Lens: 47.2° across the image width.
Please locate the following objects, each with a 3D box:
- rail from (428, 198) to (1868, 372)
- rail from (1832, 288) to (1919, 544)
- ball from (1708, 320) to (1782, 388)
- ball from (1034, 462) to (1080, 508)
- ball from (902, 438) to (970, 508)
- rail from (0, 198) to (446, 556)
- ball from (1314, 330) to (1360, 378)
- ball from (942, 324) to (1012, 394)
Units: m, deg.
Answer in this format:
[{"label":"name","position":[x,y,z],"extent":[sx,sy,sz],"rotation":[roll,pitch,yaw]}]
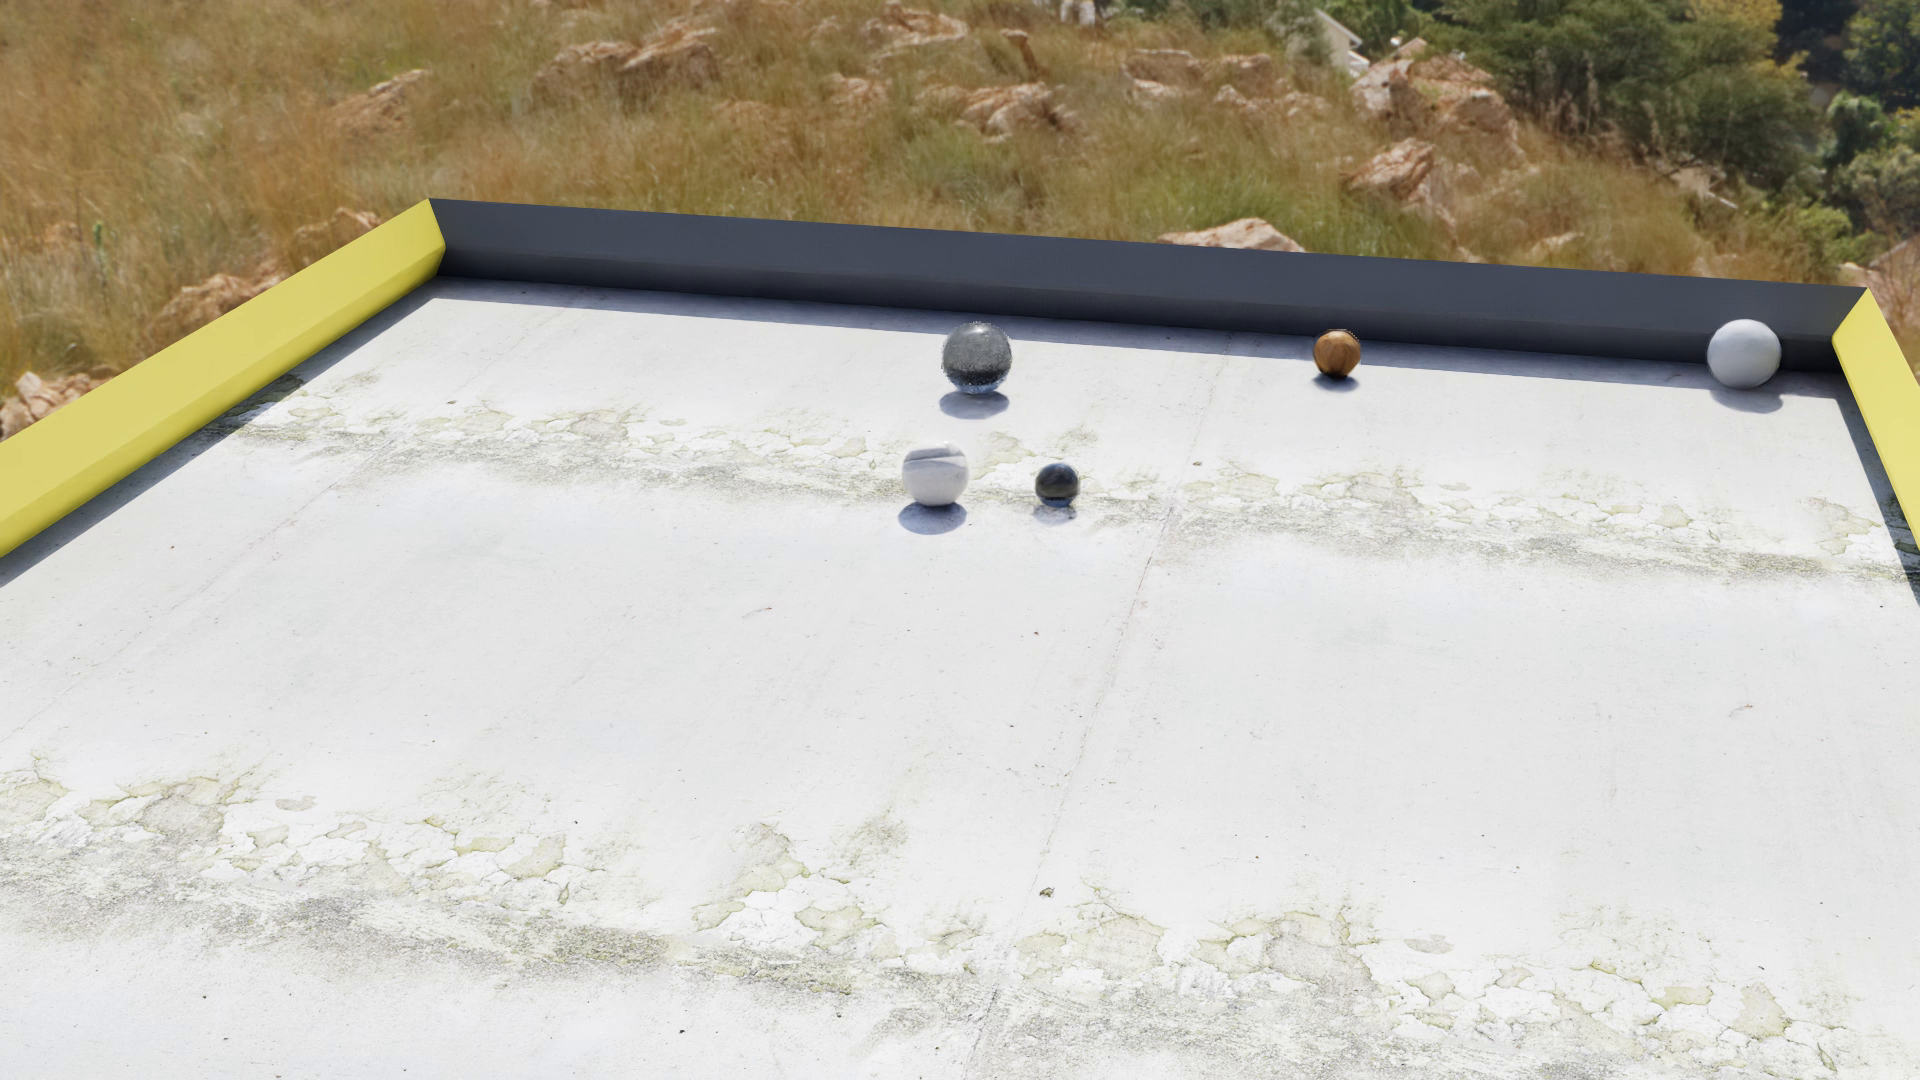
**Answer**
[{"label":"rail","position":[0.199,-0.373,3.215],"extent":[2.123,0.123,0.045],"rotation":[5,24,12]},{"label":"rail","position":[0.807,0.427,1.384],"extent":[0.045,0.123,3.672],"rotation":[5,24,12]},{"label":"ball","position":[1.062,-0.252,2.977],"extent":[0.094,0.094,0.094],"rotation":[0,24,0]},{"label":"ball","position":[0.115,-0.065,2.600],"extent":[0.053,0.053,0.053],"rotation":[0,24,0]},{"label":"ball","position":[-0.029,-0.079,2.598],"extent":[0.082,0.082,0.082],"rotation":[0,24,0]},{"label":"rail","position":[-1.216,0.242,1.808],"extent":[0.045,0.123,3.672],"rotation":[5,24,12]},{"label":"ball","position":[0.518,-0.256,3.024],"extent":[0.064,0.064,0.064],"rotation":[0,24,0]},{"label":"ball","position":[0.023,-0.243,2.956],"extent":[0.095,0.095,0.095],"rotation":[0,24,0]}]
